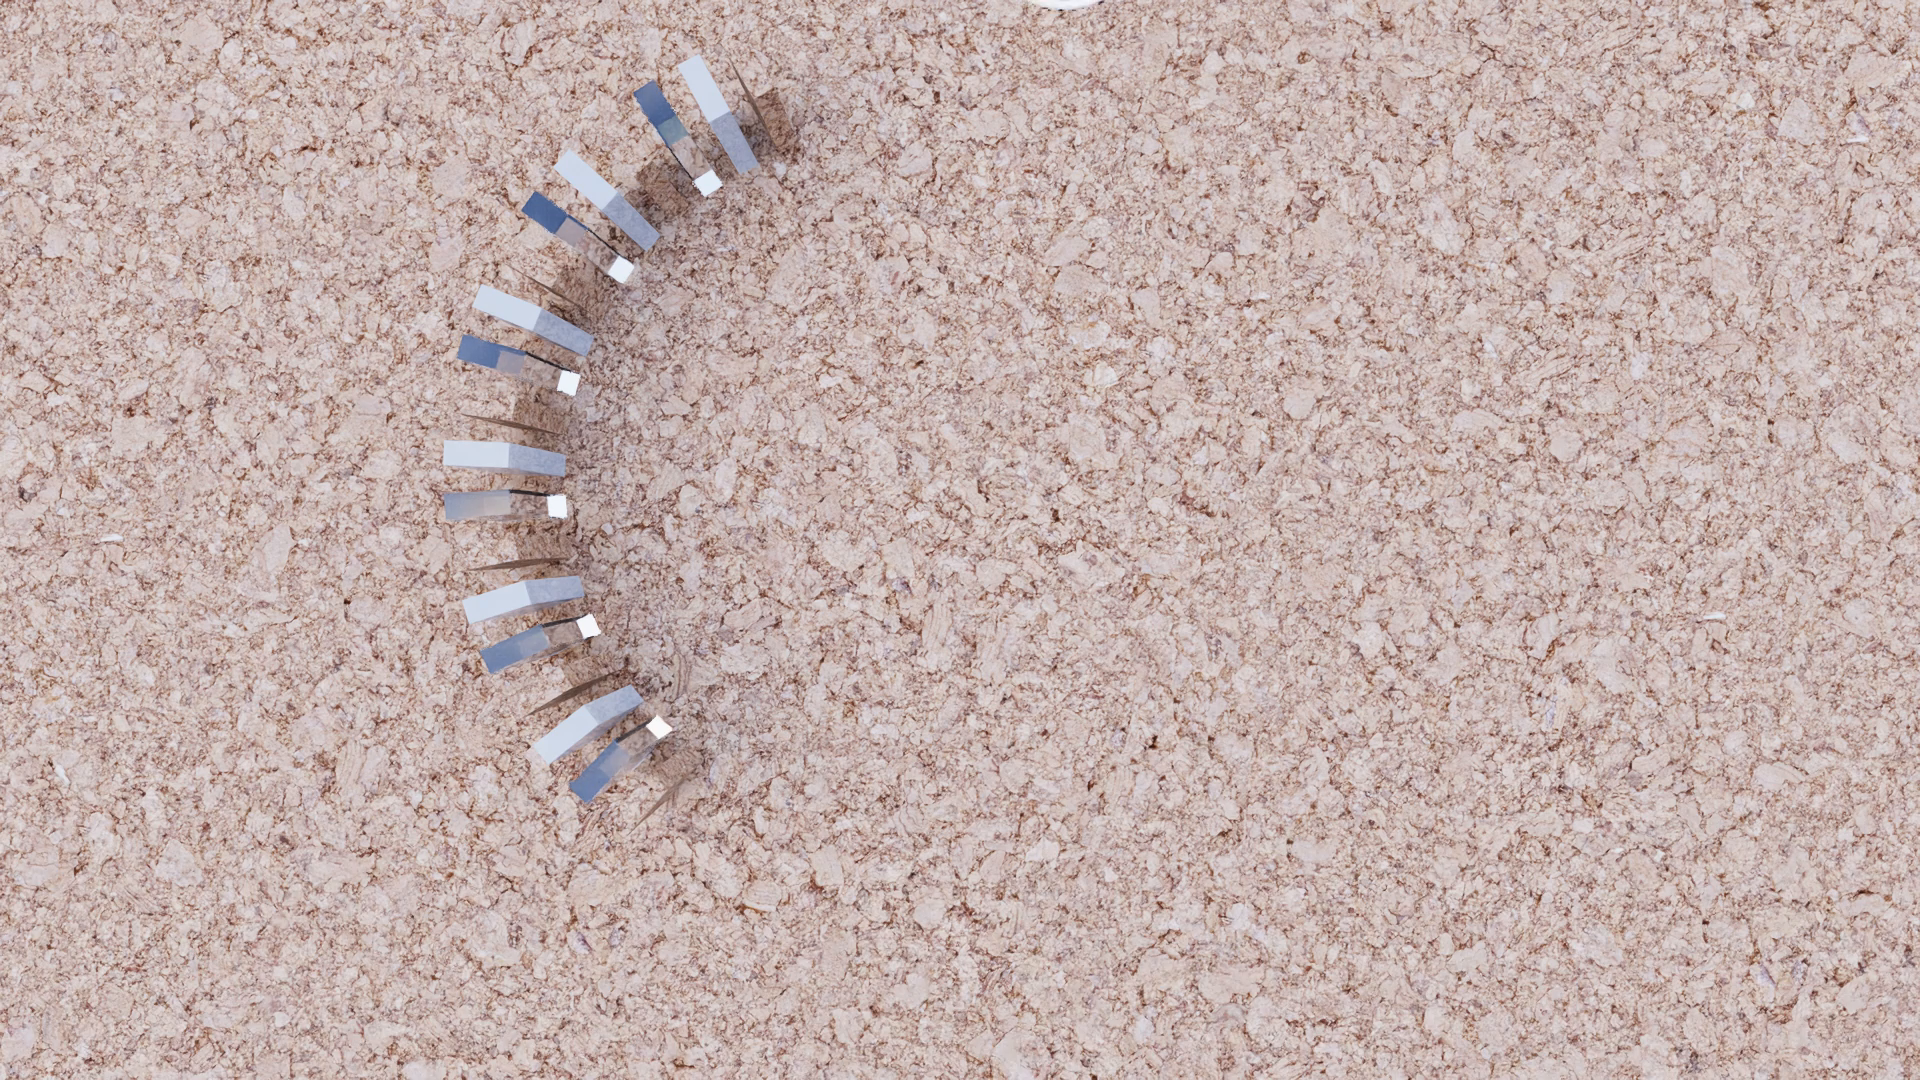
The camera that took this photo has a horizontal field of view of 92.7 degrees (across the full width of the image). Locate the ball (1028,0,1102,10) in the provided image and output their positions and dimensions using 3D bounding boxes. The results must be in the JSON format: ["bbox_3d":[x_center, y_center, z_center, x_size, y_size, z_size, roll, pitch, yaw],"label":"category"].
[{"bbox_3d":[0.043,-0.255,0.360,0.080,0.080,0.080,0,90,0],"label":"ball"}]

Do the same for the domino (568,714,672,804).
[{"bbox_3d":[-0.137,0.089,0.375,0.009,0.050,0.025,44,90,0],"label":"domino"}]

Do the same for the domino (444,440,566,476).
[{"bbox_3d":[-0.185,-0.033,0.375,0.025,0.050,0.010,2,90,0],"label":"domino"}]

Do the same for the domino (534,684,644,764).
[{"bbox_3d":[-0.151,0.075,0.375,0.025,0.050,0.009,-39,90,0],"label":"domino"}]

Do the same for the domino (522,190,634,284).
[{"bbox_3d":[-0.155,-0.123,0.375,0.025,0.050,0.009,35,90,0],"label":"domino"}]

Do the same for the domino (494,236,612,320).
[{"bbox_3d":[-0.165,-0.106,0.375,0.025,0.050,0.009,28,90,0],"label":"domino"}]

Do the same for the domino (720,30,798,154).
[{"bbox_3d":[-0.081,-0.182,0.375,0.009,0.050,0.025,-30,90,0],"label":"domino"}]

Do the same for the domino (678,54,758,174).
[{"bbox_3d":[-0.098,-0.173,0.375,0.010,0.050,0.025,-29,90,0],"label":"domino"}]

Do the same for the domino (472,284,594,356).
[{"bbox_3d":[-0.173,-0.089,0.375,0.025,0.050,0.009,22,90,0],"label":"domino"}]

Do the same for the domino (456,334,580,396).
[{"bbox_3d":[-0.179,-0.071,0.375,0.025,0.050,0.010,15,90,0],"label":"domino"}]

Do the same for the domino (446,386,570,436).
[{"bbox_3d":[-0.183,-0.052,0.375,0.025,0.050,0.010,9,90,0],"label":"domino"}]

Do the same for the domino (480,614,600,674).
[{"bbox_3d":[-0.170,0.042,0.375,0.025,0.050,0.010,-24,90,0],"label":"domino"}]

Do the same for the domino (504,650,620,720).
[{"bbox_3d":[-0.161,0.059,0.375,0.025,0.050,0.010,-31,90,0],"label":"domino"}]

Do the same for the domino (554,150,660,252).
[{"bbox_3d":[-0.143,-0.138,0.375,0.025,0.050,0.009,41,90,0],"label":"domino"}]

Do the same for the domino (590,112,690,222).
[{"bbox_3d":[-0.130,-0.151,0.375,0.009,0.050,0.025,-42,90,0],"label":"domino"}]

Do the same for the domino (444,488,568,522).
[{"bbox_3d":[-0.184,-0.014,0.375,0.025,0.050,0.009,-5,90,0],"label":"domino"}]

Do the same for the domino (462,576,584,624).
[{"bbox_3d":[-0.177,0.024,0.375,0.025,0.050,0.010,-18,90,0],"label":"domino"}]

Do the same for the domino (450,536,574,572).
[{"bbox_3d":[-0.182,0.005,0.375,0.025,0.050,0.009,-11,90,0],"label":"domino"}]

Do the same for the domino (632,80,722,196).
[{"bbox_3d":[-0.114,-0.163,0.375,0.010,0.050,0.025,-33,90,0],"label":"domino"}]

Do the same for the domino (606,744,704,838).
[{"bbox_3d":[-0.123,0.102,0.375,0.009,0.050,0.025,42,90,0],"label":"domino"}]
